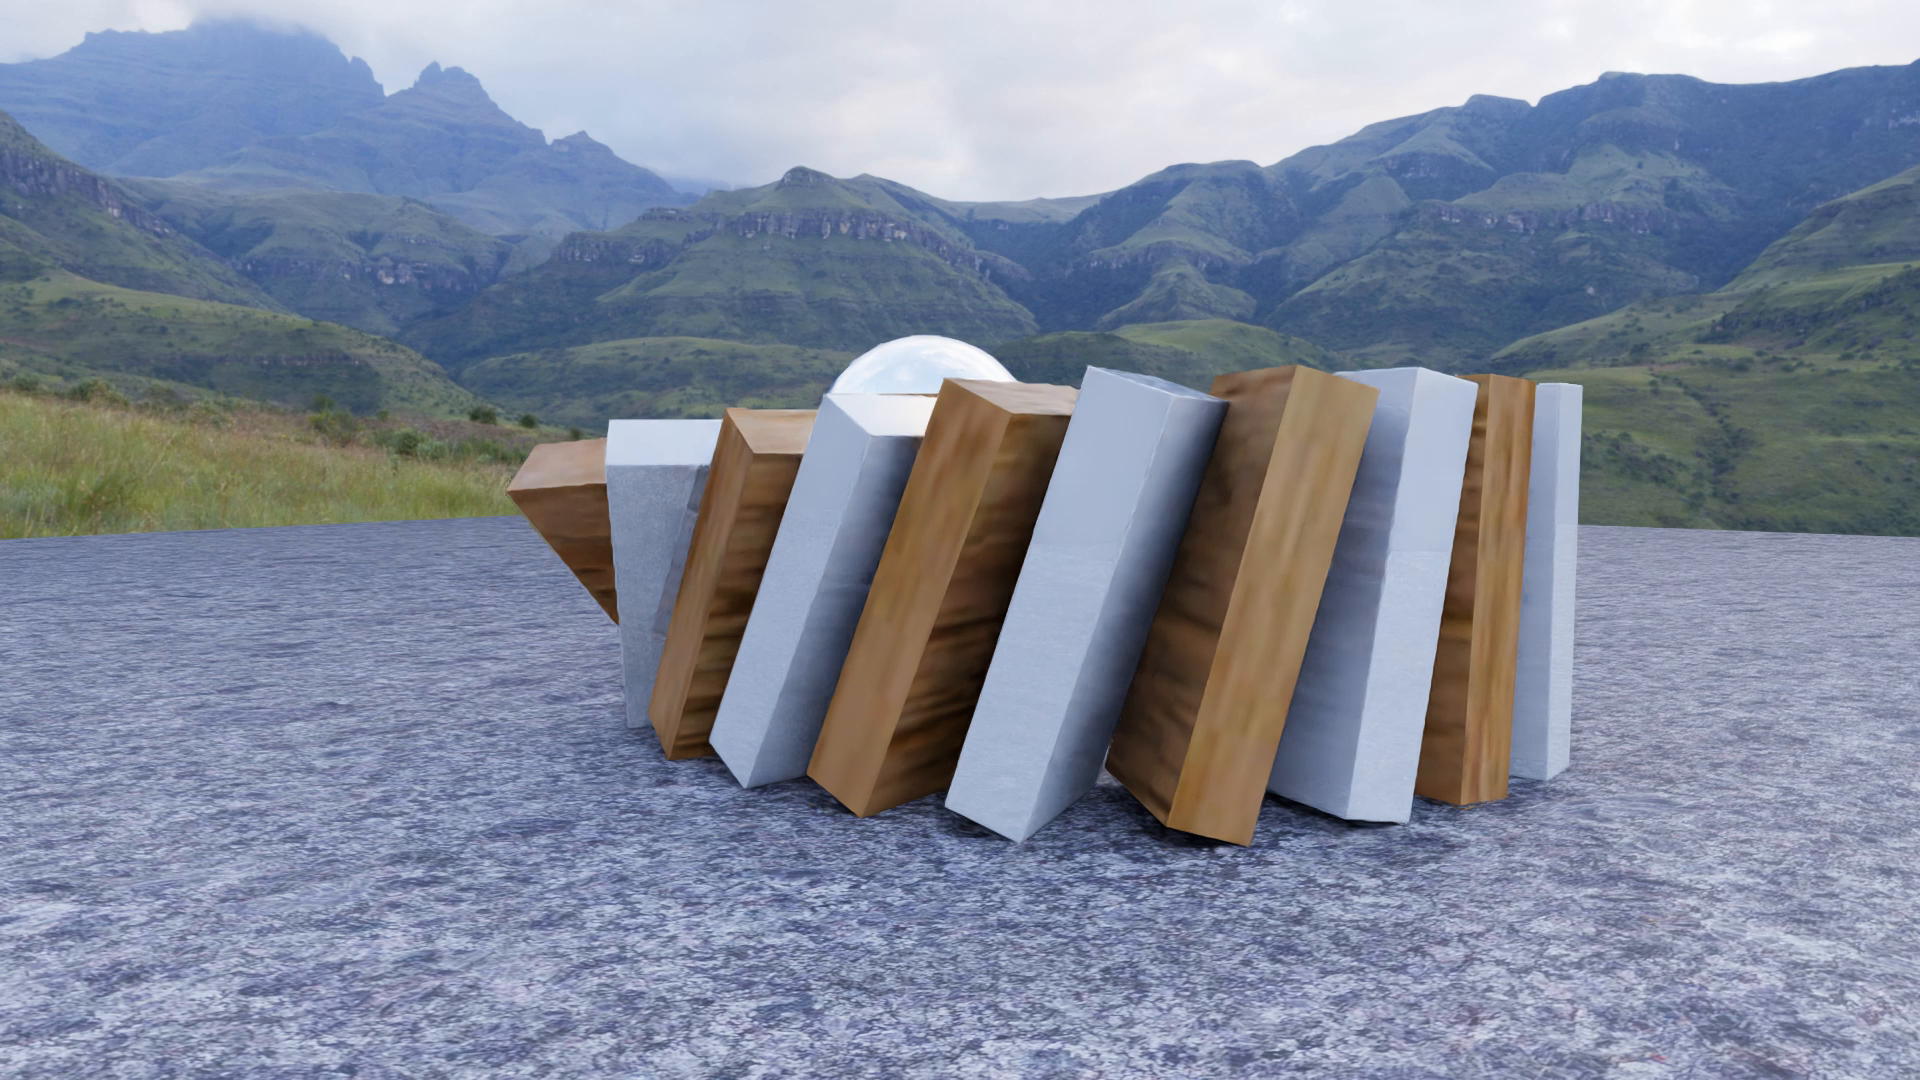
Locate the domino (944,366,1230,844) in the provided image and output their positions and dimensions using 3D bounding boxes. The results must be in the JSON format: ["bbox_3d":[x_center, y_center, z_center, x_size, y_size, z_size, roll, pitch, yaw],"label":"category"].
[{"bbox_3d":[0.015,0.006,0.144,0.009,0.050,0.025,22,13,21],"label":"domino"}]

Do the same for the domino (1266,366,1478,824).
[{"bbox_3d":[0.045,0.006,0.153,0.009,0.050,0.025,9,-1,-27],"label":"domino"}]

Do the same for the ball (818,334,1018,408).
[{"bbox_3d":[-0.012,-0.031,0.448,0.080,0.080,0.080,0,4,0],"label":"ball"}]

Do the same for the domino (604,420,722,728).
[{"bbox_3d":[-0.035,0.006,0.181,0.025,0.050,0.010,-1,41,-10],"label":"domino"}]

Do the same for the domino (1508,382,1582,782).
[{"bbox_3d":[0.068,0.005,0.172,0.025,0.050,0.009,4,6,40],"label":"domino"}]

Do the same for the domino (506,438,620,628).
[{"bbox_3d":[-0.044,0.006,0.198,0.025,0.050,0.009,-3,47,25],"label":"domino"}]

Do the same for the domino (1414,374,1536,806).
[{"bbox_3d":[0.056,0.005,0.161,0.009,0.050,0.025,2,3,-35],"label":"domino"}]

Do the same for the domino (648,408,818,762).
[{"bbox_3d":[-0.023,0.007,0.169,0.025,0.050,0.010,-3,39,-34],"label":"domino"}]

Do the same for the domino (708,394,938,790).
[{"bbox_3d":[-0.012,0.007,0.159,0.025,0.050,0.009,-4,36,-43],"label":"domino"}]

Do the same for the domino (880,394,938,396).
[{"bbox_3d":[0.000,0.002,0.201,0.025,0.050,0.009,0,4,0],"label":"domino"}]

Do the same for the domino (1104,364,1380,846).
[{"bbox_3d":[0.031,0.006,0.146,0.010,0.050,0.025,15,2,-9],"label":"domino"}]

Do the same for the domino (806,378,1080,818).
[{"bbox_3d":[0.001,0.007,0.150,0.010,0.050,0.025,32,21,31],"label":"domino"}]
